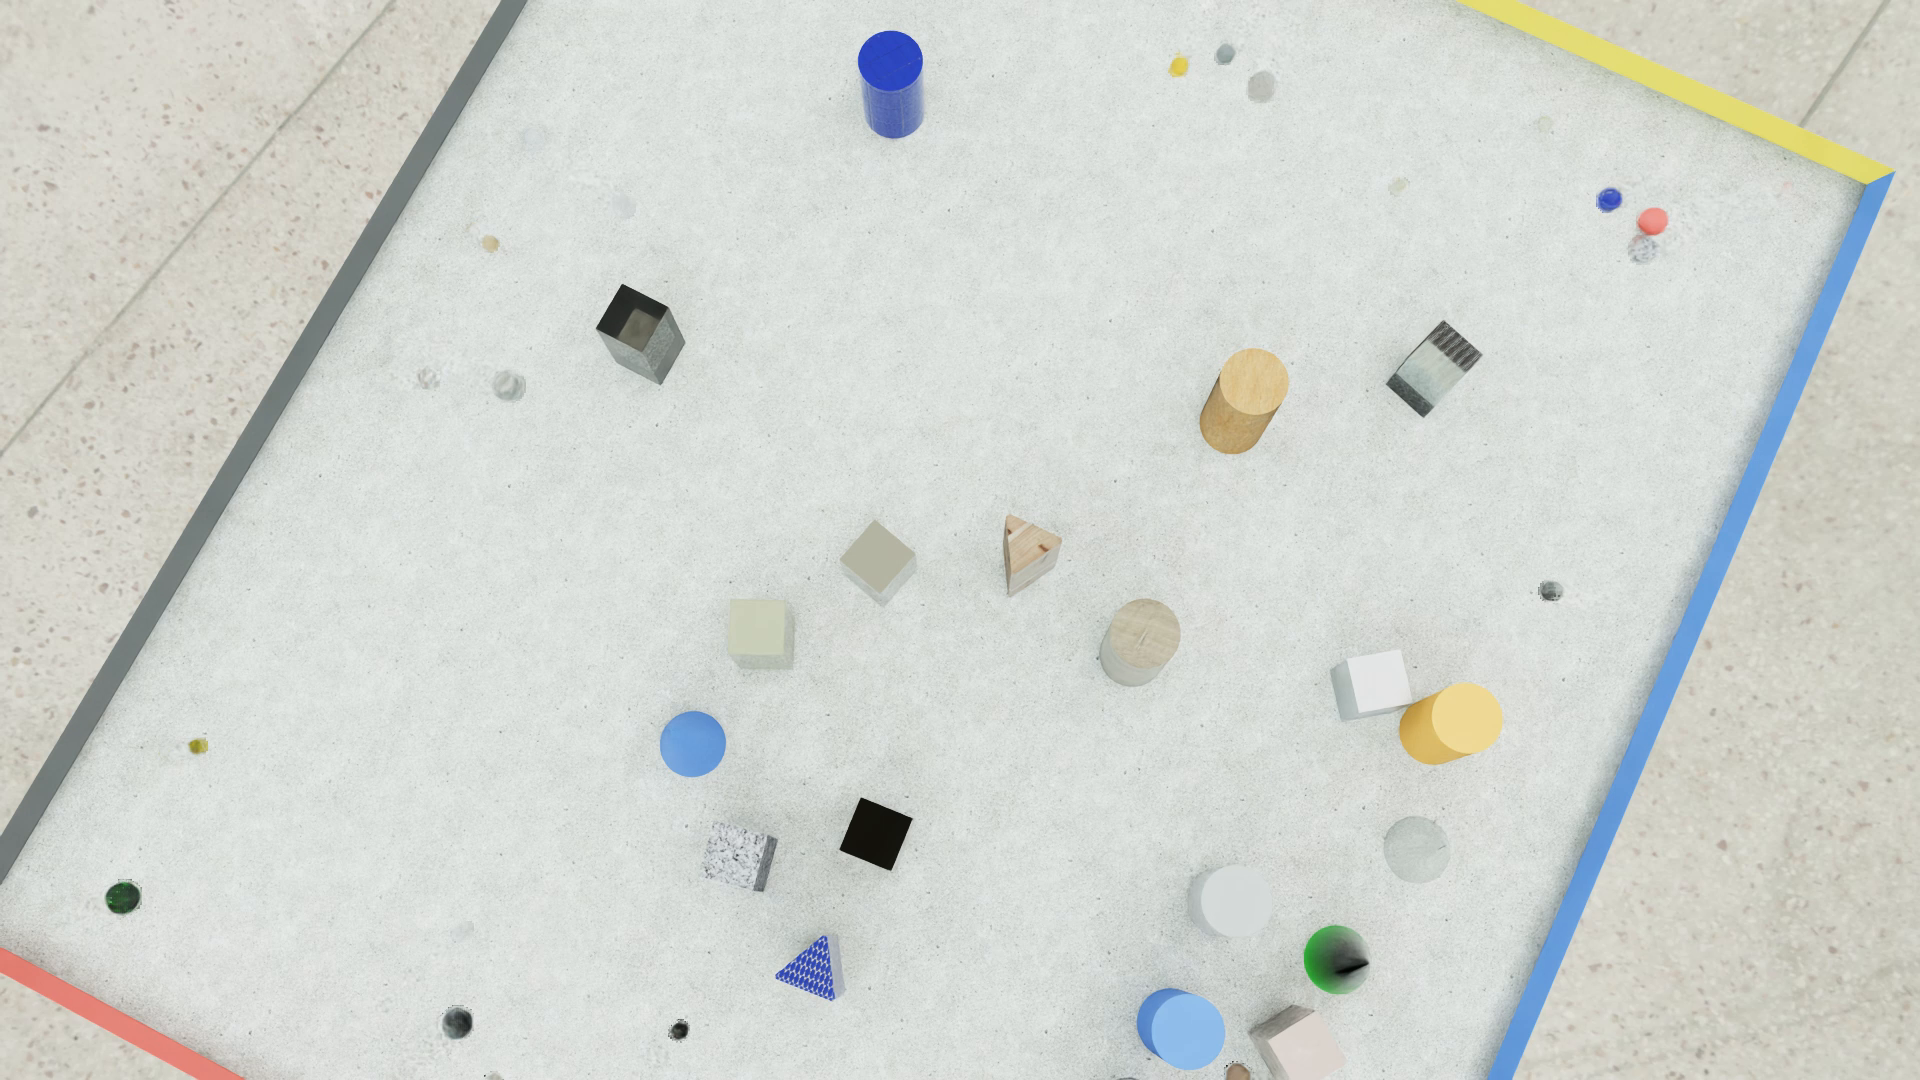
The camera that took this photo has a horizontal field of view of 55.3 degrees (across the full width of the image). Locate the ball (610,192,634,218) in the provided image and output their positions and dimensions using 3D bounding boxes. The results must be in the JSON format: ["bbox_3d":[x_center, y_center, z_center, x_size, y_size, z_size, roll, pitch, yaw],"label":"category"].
[{"bbox_3d":[-1.070,-1.059,5.796,0.078,0.078,0.078,0,78,0],"label":"ball"}]

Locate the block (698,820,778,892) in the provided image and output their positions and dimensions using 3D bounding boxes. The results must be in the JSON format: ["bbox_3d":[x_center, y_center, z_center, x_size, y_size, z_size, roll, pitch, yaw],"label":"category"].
[{"bbox_3d":[-0.636,0.913,5.278,0.159,0.293,0.159,14,79,3],"label":"block"}]

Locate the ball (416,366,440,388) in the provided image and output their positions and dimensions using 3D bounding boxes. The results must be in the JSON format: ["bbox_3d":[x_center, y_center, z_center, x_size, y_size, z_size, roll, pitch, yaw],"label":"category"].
[{"bbox_3d":[-1.650,-0.503,5.686,0.068,0.068,0.068,0,78,0],"label":"ball"}]

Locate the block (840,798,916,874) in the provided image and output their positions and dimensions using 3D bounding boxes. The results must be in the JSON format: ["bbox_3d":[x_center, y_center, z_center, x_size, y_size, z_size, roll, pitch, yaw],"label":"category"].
[{"bbox_3d":[-0.235,0.855,5.285,0.159,0.304,0.159,22,79,4],"label":"block"}]

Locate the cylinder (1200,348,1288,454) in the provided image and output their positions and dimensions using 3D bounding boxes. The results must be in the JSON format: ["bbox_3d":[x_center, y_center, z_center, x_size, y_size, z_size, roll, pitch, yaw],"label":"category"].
[{"bbox_3d":[0.843,-0.408,5.469,0.198,0.454,0.198,0,78,0],"label":"cylinder"}]

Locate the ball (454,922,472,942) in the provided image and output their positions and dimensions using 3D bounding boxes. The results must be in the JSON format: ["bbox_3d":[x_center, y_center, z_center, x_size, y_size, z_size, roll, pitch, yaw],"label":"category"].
[{"bbox_3d":[-1.451,1.145,5.351,0.056,0.056,0.056,0,78,0],"label":"ball"}]

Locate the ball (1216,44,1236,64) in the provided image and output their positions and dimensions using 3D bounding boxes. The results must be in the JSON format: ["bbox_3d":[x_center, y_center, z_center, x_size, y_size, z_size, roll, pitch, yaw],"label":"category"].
[{"bbox_3d":[0.856,-1.567,5.909,0.063,0.063,0.063,0,78,0],"label":"ball"}]

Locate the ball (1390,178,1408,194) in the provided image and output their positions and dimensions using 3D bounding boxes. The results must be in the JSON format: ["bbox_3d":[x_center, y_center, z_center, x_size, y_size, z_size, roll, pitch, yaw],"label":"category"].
[{"bbox_3d":[1.396,-1.123,5.823,0.052,0.052,0.052,0,78,0],"label":"ball"}]

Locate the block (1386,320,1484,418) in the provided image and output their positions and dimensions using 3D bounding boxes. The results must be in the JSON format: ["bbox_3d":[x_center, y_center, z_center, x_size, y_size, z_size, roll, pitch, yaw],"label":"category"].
[{"bbox_3d":[1.440,-0.517,5.574,0.159,0.293,0.159,44,82,8],"label":"block"}]

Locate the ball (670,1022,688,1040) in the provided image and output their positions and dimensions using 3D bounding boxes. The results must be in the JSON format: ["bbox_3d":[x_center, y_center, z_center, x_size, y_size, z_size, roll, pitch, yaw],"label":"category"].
[{"bbox_3d":[-0.810,1.420,5.296,0.052,0.052,0.052,0,78,0],"label":"ball"}]

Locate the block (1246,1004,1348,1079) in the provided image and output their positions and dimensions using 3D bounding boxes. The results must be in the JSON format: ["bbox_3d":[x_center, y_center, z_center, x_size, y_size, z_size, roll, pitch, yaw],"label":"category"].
[{"bbox_3d":[0.941,1.421,5.135,0.159,0.367,0.159,-30,80,-6],"label":"block"}]

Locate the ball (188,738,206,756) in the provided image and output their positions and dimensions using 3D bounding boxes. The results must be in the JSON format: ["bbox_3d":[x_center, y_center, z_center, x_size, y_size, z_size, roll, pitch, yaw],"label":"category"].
[{"bbox_3d":[-2.274,0.616,5.464,0.050,0.050,0.050,0,78,0],"label":"ball"}]

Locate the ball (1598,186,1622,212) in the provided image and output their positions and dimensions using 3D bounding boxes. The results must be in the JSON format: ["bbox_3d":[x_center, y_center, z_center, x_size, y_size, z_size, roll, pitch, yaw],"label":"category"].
[{"bbox_3d":[2.058,-1.079,5.801,0.076,0.076,0.076,0,78,0],"label":"ball"}]

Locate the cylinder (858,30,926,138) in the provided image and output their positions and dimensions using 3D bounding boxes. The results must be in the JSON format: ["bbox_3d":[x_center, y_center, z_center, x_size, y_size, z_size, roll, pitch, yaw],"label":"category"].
[{"bbox_3d":[-0.211,-1.420,5.733,0.198,0.347,0.198,0,78,0],"label":"cylinder"}]

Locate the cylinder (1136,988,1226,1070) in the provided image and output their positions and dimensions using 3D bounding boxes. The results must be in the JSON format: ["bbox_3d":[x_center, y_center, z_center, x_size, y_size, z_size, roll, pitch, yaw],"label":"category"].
[{"bbox_3d":[0.613,1.362,5.122,0.198,0.416,0.198,0,78,0],"label":"cylinder"}]

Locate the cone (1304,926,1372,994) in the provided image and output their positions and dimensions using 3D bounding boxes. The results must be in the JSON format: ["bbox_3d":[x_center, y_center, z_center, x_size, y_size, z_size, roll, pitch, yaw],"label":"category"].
[{"bbox_3d":[1.105,1.185,5.151,0.198,0.431,0.198,0,78,0],"label":"cone"}]

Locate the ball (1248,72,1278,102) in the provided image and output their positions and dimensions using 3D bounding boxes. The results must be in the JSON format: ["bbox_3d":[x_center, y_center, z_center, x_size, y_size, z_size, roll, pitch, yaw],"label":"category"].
[{"bbox_3d":[0.970,-1.452,5.869,0.094,0.094,0.094,0,78,0],"label":"ball"}]

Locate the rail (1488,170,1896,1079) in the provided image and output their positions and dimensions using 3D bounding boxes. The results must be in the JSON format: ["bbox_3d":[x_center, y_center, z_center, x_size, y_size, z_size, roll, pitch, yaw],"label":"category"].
[{"bbox_3d":[1.850,0.913,5.361,0.045,0.129,4.717,26,80,5],"label":"rail"}]

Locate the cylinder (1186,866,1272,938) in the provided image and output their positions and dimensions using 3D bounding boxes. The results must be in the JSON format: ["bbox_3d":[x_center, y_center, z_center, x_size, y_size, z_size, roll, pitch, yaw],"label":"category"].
[{"bbox_3d":[0.767,1.034,5.237,0.198,0.323,0.198,0,78,0],"label":"cylinder"}]

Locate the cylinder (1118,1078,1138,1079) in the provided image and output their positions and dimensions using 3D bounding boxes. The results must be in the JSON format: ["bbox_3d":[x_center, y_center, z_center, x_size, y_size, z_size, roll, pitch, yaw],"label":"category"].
[{"bbox_3d":[0.484,1.604,5.057,0.198,0.446,0.198,0,78,0],"label":"cylinder"}]

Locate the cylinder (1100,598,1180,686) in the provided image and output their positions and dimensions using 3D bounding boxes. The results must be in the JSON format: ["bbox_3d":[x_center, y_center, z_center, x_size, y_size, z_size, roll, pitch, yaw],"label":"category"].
[{"bbox_3d":[0.520,0.304,5.342,0.198,0.415,0.198,0,78,0],"label":"cylinder"}]

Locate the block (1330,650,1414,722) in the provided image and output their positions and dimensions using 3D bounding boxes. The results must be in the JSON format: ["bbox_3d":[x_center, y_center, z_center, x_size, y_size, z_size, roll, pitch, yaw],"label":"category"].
[{"bbox_3d":[1.208,0.431,5.398,0.159,0.253,0.159,-10,78,-2],"label":"block"}]

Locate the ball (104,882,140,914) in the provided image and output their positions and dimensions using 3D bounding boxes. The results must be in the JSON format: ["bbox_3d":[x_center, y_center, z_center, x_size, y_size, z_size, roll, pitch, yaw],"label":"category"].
[{"bbox_3d":[-2.445,1.046,5.351,0.096,0.096,0.096,0,78,0],"label":"ball"}]

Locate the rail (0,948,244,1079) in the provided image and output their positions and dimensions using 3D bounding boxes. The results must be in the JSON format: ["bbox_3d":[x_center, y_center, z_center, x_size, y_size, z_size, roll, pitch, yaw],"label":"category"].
[{"bbox_3d":[-1.044,2.052,5.125,4.184,0.129,0.045,26,80,5],"label":"rail"}]

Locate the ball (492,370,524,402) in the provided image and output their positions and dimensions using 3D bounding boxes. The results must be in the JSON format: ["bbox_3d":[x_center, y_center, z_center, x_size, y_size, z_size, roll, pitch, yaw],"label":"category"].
[{"bbox_3d":[-1.399,-0.477,5.665,0.099,0.099,0.099,0,78,0],"label":"ball"}]

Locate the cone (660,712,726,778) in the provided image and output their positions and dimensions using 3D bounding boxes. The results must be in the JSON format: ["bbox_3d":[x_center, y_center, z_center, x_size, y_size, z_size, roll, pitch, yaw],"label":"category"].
[{"bbox_3d":[-0.800,0.567,5.273,0.198,0.443,0.198,0,78,0],"label":"cone"}]

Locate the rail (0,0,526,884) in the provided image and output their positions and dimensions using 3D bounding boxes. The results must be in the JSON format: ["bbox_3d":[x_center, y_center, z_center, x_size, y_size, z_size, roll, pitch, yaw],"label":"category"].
[{"bbox_3d":[-1.850,-0.899,5.736,0.045,0.129,4.717,26,80,5],"label":"rail"}]

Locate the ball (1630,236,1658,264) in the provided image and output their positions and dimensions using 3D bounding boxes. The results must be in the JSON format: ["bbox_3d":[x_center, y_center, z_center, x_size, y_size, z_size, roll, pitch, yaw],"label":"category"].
[{"bbox_3d":[2.152,-0.912,5.763,0.083,0.083,0.083,0,78,0],"label":"ball"}]

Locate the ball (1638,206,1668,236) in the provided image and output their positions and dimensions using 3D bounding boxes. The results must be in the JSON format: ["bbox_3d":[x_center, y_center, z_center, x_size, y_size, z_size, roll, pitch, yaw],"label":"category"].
[{"bbox_3d":[2.187,-1.006,5.780,0.089,0.089,0.089,0,78,0],"label":"ball"}]

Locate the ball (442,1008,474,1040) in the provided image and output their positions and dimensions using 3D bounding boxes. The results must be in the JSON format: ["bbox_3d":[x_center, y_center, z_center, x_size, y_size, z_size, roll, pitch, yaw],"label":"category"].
[{"bbox_3d":[-1.449,1.394,5.283,0.088,0.088,0.088,0,78,0],"label":"ball"}]

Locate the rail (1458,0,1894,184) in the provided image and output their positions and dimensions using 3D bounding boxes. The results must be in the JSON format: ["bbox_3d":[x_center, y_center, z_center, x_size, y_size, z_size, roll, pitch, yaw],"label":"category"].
[{"bbox_3d":[1.044,-2.038,5.972,4.184,0.129,0.045,26,80,5],"label":"rail"}]

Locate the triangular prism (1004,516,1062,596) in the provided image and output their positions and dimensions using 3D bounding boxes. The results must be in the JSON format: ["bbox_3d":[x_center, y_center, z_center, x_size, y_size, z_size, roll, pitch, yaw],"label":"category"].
[{"bbox_3d":[0.178,0.027,5.410,0.172,0.393,0.149,-34,80,-7],"label":"triangular prism"}]

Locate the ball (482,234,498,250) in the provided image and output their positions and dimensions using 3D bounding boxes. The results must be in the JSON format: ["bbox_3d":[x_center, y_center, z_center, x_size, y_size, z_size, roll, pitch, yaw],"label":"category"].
[{"bbox_3d":[-1.485,-0.938,5.785,0.051,0.051,0.051,0,78,0],"label":"ball"}]

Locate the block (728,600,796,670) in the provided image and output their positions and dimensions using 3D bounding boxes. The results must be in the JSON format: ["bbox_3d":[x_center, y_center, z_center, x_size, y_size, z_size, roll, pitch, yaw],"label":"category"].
[{"bbox_3d":[-0.582,0.281,5.397,0.159,0.316,0.159,1,78,0],"label":"block"}]

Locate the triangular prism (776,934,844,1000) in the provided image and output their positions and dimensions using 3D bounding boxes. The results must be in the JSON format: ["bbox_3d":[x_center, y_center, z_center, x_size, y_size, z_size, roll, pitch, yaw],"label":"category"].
[{"bbox_3d":[-0.391,1.181,5.146,0.172,0.442,0.149,21,79,4],"label":"triangular prism"}]

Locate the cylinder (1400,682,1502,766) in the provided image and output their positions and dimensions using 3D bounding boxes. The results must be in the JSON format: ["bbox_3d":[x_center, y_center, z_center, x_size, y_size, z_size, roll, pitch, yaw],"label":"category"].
[{"bbox_3d":[1.416,0.536,5.306,0.198,0.390,0.198,0,78,0],"label":"cylinder"}]

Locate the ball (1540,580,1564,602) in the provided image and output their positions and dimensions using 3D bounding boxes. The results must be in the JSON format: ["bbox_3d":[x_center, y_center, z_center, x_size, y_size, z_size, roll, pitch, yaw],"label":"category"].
[{"bbox_3d":[1.794,0.156,5.551,0.065,0.065,0.065,0,78,0],"label":"ball"}]

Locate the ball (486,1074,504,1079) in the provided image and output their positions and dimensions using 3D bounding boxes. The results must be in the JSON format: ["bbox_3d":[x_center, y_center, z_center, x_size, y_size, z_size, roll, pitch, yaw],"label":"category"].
[{"bbox_3d":[-1.338,1.561,5.268,0.051,0.051,0.051,0,78,0],"label":"ball"}]

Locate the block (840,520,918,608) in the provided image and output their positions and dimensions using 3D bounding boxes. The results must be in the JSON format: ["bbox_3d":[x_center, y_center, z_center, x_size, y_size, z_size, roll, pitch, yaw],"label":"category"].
[{"bbox_3d":[-0.242,0.073,5.477,0.159,0.243,0.159,40,81,8],"label":"block"}]

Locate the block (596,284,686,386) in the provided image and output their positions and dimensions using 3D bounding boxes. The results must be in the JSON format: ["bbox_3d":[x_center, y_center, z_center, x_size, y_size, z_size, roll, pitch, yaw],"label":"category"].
[{"bbox_3d":[-0.967,-0.620,5.570,0.159,0.343,0.159,27,80,5],"label":"block"}]

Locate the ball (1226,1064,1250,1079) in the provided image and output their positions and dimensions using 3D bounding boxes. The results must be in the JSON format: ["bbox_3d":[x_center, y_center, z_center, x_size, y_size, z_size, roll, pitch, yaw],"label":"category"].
[{"bbox_3d":[0.798,1.541,5.261,0.072,0.072,0.072,0,78,0],"label":"ball"}]

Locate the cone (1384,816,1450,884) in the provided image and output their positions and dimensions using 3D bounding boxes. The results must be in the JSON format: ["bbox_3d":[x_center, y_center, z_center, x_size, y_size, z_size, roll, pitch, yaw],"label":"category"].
[{"bbox_3d":[1.353,0.882,5.259,0.198,0.343,0.198,0,78,0],"label":"cone"}]

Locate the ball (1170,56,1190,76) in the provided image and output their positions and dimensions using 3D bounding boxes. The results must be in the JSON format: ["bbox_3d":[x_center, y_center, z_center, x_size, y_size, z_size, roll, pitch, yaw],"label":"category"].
[{"bbox_3d":[0.707,-1.527,5.901,0.061,0.061,0.061,0,78,0],"label":"ball"}]
